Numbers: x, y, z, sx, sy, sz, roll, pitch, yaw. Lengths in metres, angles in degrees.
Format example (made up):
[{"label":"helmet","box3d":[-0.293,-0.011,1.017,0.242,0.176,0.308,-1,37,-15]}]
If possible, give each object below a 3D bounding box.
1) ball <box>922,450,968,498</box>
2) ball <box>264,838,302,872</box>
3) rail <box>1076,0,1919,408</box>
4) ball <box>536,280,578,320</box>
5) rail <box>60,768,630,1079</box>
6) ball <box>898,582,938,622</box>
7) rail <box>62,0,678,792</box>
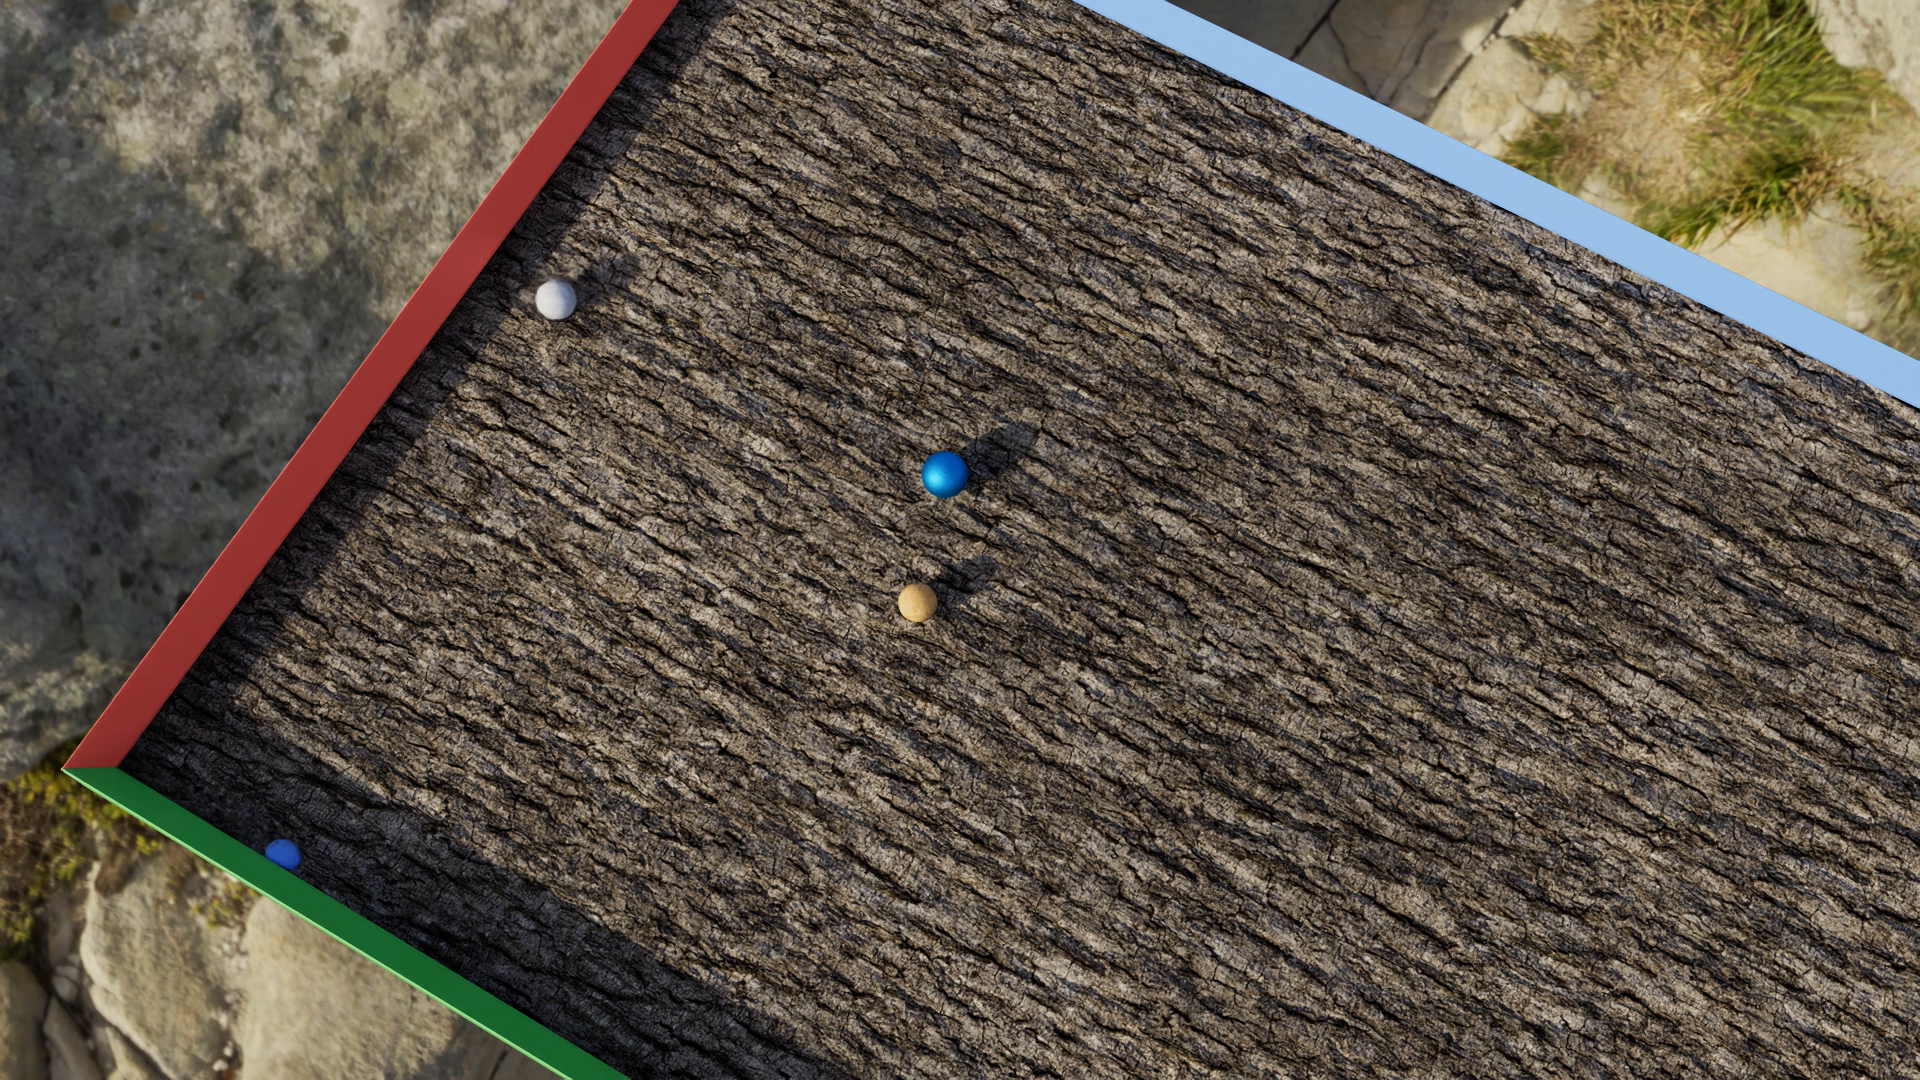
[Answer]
[{"label":"ball","box3d":[-0.024,-0.104,3.499,0.075,0.075,0.075,0,69,0]},{"label":"ball","box3d":[-1.013,0.473,3.290,0.053,0.053,0.053,0,69,0]},{"label":"rail","box3d":[1.322,-0.353,3.579,3.847,0.101,0.045,28,72,10]},{"label":"ball","box3d":[-0.663,-0.395,3.614,0.067,0.067,0.067,0,69,0]},{"label":"rail","box3d":[0.345,1.235,2.973,3.847,0.101,0.045,28,72,10]},{"label":"ball","box3d":[-0.066,0.097,3.429,0.062,0.062,0.062,0,69,0]},{"label":"rail","box3d":[-0.813,-0.444,3.614,0.045,0.101,2.008,28,72,10]}]
